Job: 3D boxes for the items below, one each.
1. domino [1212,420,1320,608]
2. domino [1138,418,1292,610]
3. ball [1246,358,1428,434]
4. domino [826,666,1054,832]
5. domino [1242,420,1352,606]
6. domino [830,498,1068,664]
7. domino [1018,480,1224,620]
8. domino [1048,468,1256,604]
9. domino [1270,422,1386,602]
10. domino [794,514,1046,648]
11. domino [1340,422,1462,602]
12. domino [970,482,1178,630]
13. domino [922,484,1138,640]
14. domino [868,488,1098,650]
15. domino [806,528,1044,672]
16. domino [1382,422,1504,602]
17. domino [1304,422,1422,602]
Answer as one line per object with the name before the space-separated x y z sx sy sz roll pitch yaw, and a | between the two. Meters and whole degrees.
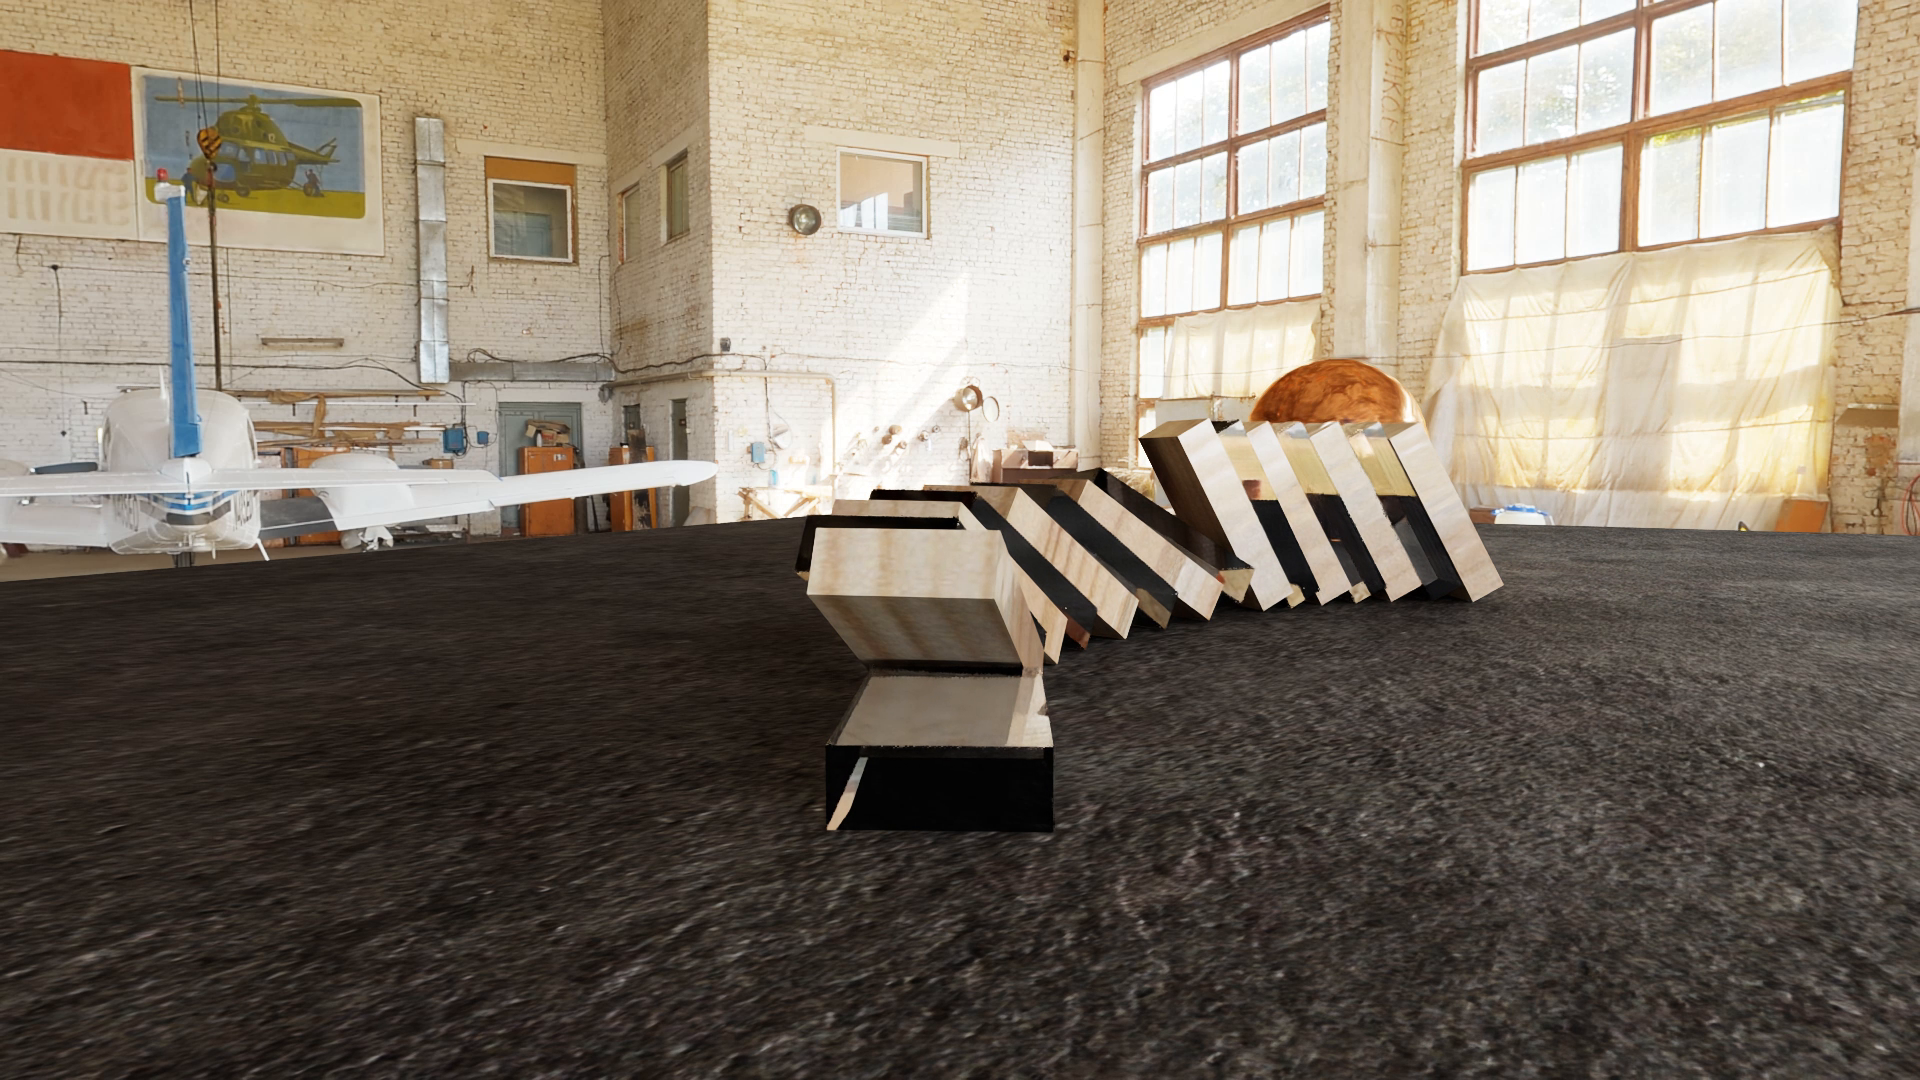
domino | 0.075 -0.007 0.340 0.010 0.050 0.025 -30 11 -11
domino | 0.066 -0.007 0.333 0.009 0.050 0.025 -30 10 -11
ball | 0.166 -0.040 0.570 0.080 0.080 0.080 0 4 0
domino | -0.001 0.025 0.166 0.025 0.009 0.050 0 4 2
domino | 0.086 -0.008 0.348 0.010 0.050 0.025 -29 8 -5
domino | -0.001 0.008 0.236 0.025 0.009 0.050 2 -25 29
domino | 0.037 0.002 0.305 0.050 0.010 0.025 34 -17 -31
domino | 0.046 0.000 0.319 0.050 0.009 0.025 31 -15 -20
domino | 0.097 -0.008 0.353 0.010 0.050 0.025 -29 5 -1
domino | -0.005 0.011 0.214 0.025 0.009 0.050 2 -23 21
domino | 0.119 -0.008 0.356 0.009 0.050 0.025 -29 5 -1
domino | 0.025 0.004 0.289 0.025 0.010 0.050 4 -25 46
domino | 0.014 0.005 0.273 0.025 0.010 0.050 4 -26 41
domino | 0.005 0.006 0.256 0.025 0.009 0.050 3 -26 37
domino | -0.003 0.013 0.190 0.025 0.010 0.050 1 -23 11
domino | 0.130 -0.008 0.356 0.010 0.050 0.025 -29 5 -1
domino | 0.108 -0.008 0.356 0.009 0.050 0.025 -29 5 -1
